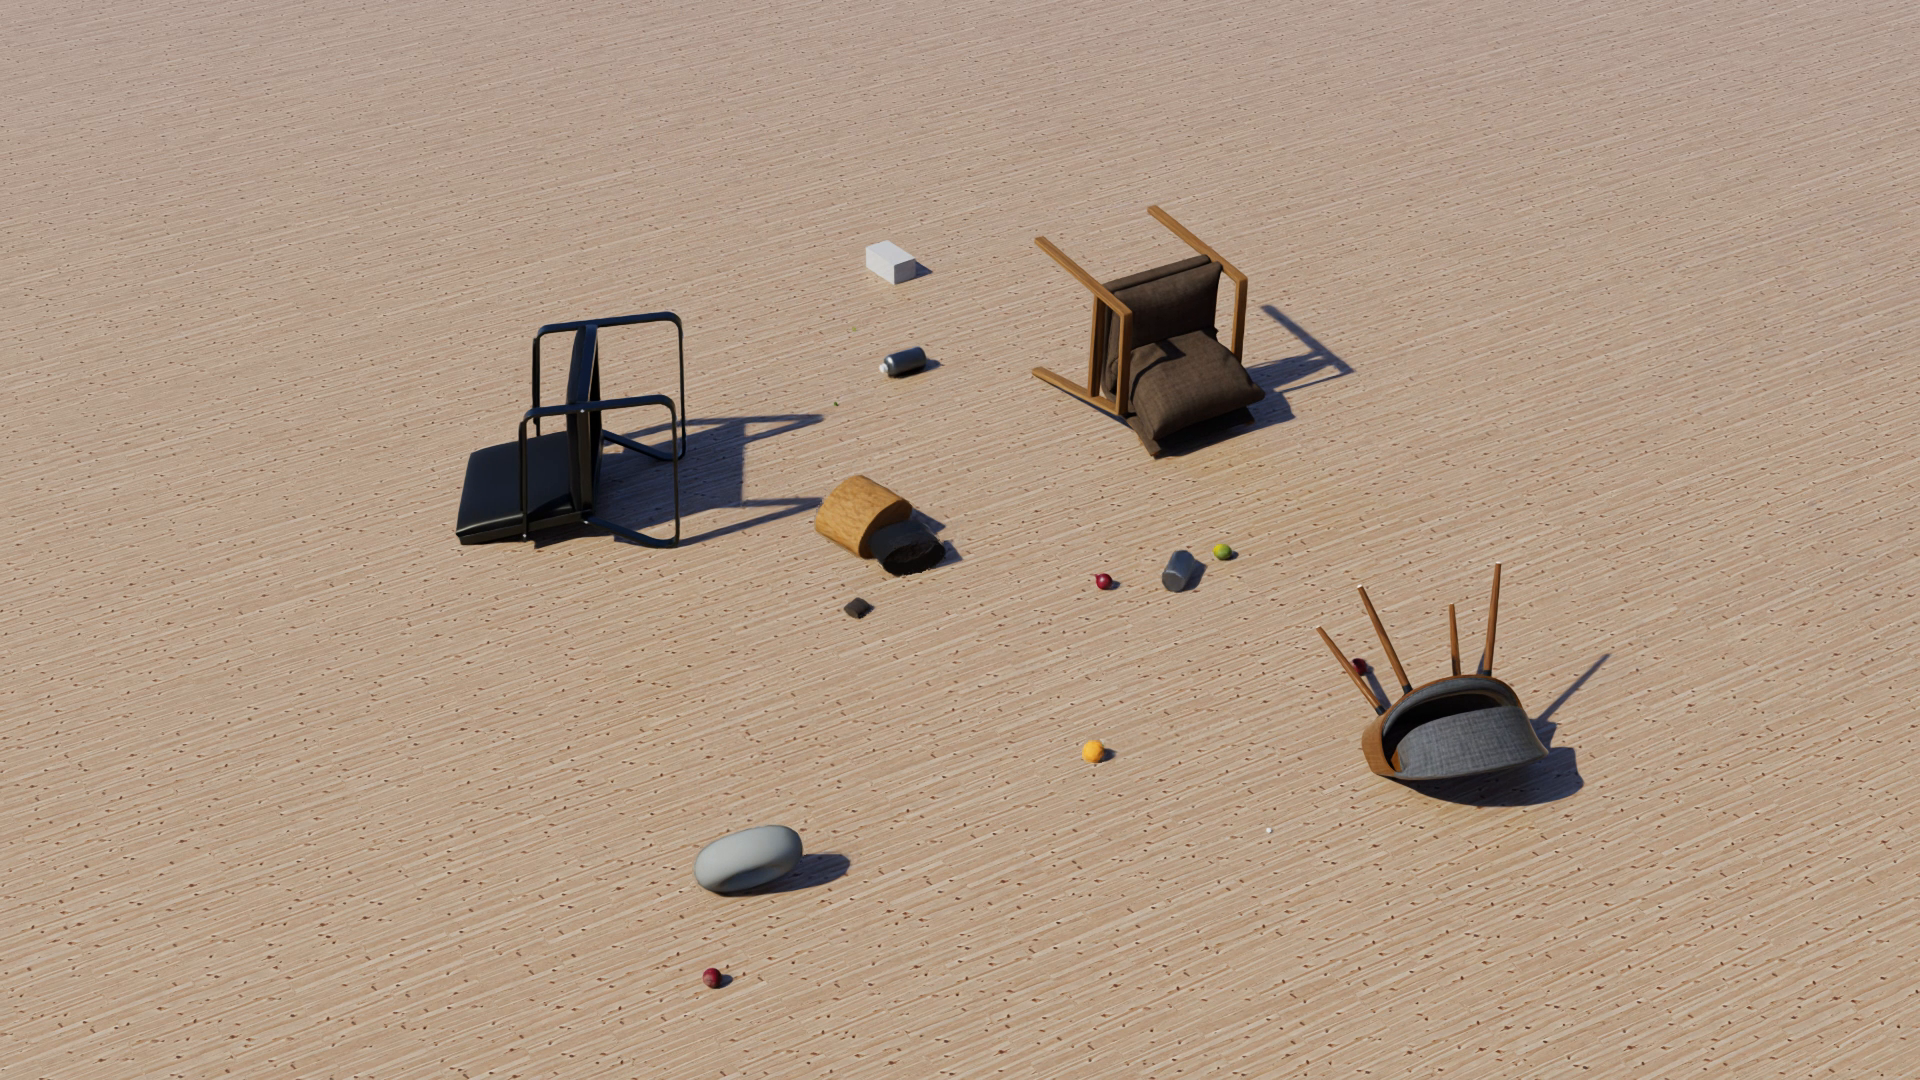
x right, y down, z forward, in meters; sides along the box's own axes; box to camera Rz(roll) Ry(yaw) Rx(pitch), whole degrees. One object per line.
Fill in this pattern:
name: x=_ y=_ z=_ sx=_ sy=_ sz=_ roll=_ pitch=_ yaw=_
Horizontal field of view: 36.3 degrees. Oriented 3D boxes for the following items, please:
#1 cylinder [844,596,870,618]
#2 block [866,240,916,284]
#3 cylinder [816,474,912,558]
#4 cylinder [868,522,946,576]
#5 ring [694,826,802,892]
cylinder: x=-0.371 y=0.244 z=10.541 sx=0.069 sy=0.036 sz=0.070 roll=30 pitch=51 yaw=17
block: x=-0.300 y=-1.201 z=12.679 sx=0.114 sy=0.096 sz=0.207 roll=-22 pitch=39 yaw=-30
cylinder: x=-0.359 y=-0.088 z=10.899 sx=0.237 sy=0.175 sz=0.283 roll=30 pitch=66 yaw=37
cylinder: x=-0.197 y=0.029 z=10.776 sx=0.248 sy=0.137 sz=0.148 roll=-12 pitch=35 yaw=-21
ring: x=-0.665 y=1.003 z=9.221 sx=0.356 sy=0.220 sz=0.132 roll=-18 pitch=64 yaw=4
